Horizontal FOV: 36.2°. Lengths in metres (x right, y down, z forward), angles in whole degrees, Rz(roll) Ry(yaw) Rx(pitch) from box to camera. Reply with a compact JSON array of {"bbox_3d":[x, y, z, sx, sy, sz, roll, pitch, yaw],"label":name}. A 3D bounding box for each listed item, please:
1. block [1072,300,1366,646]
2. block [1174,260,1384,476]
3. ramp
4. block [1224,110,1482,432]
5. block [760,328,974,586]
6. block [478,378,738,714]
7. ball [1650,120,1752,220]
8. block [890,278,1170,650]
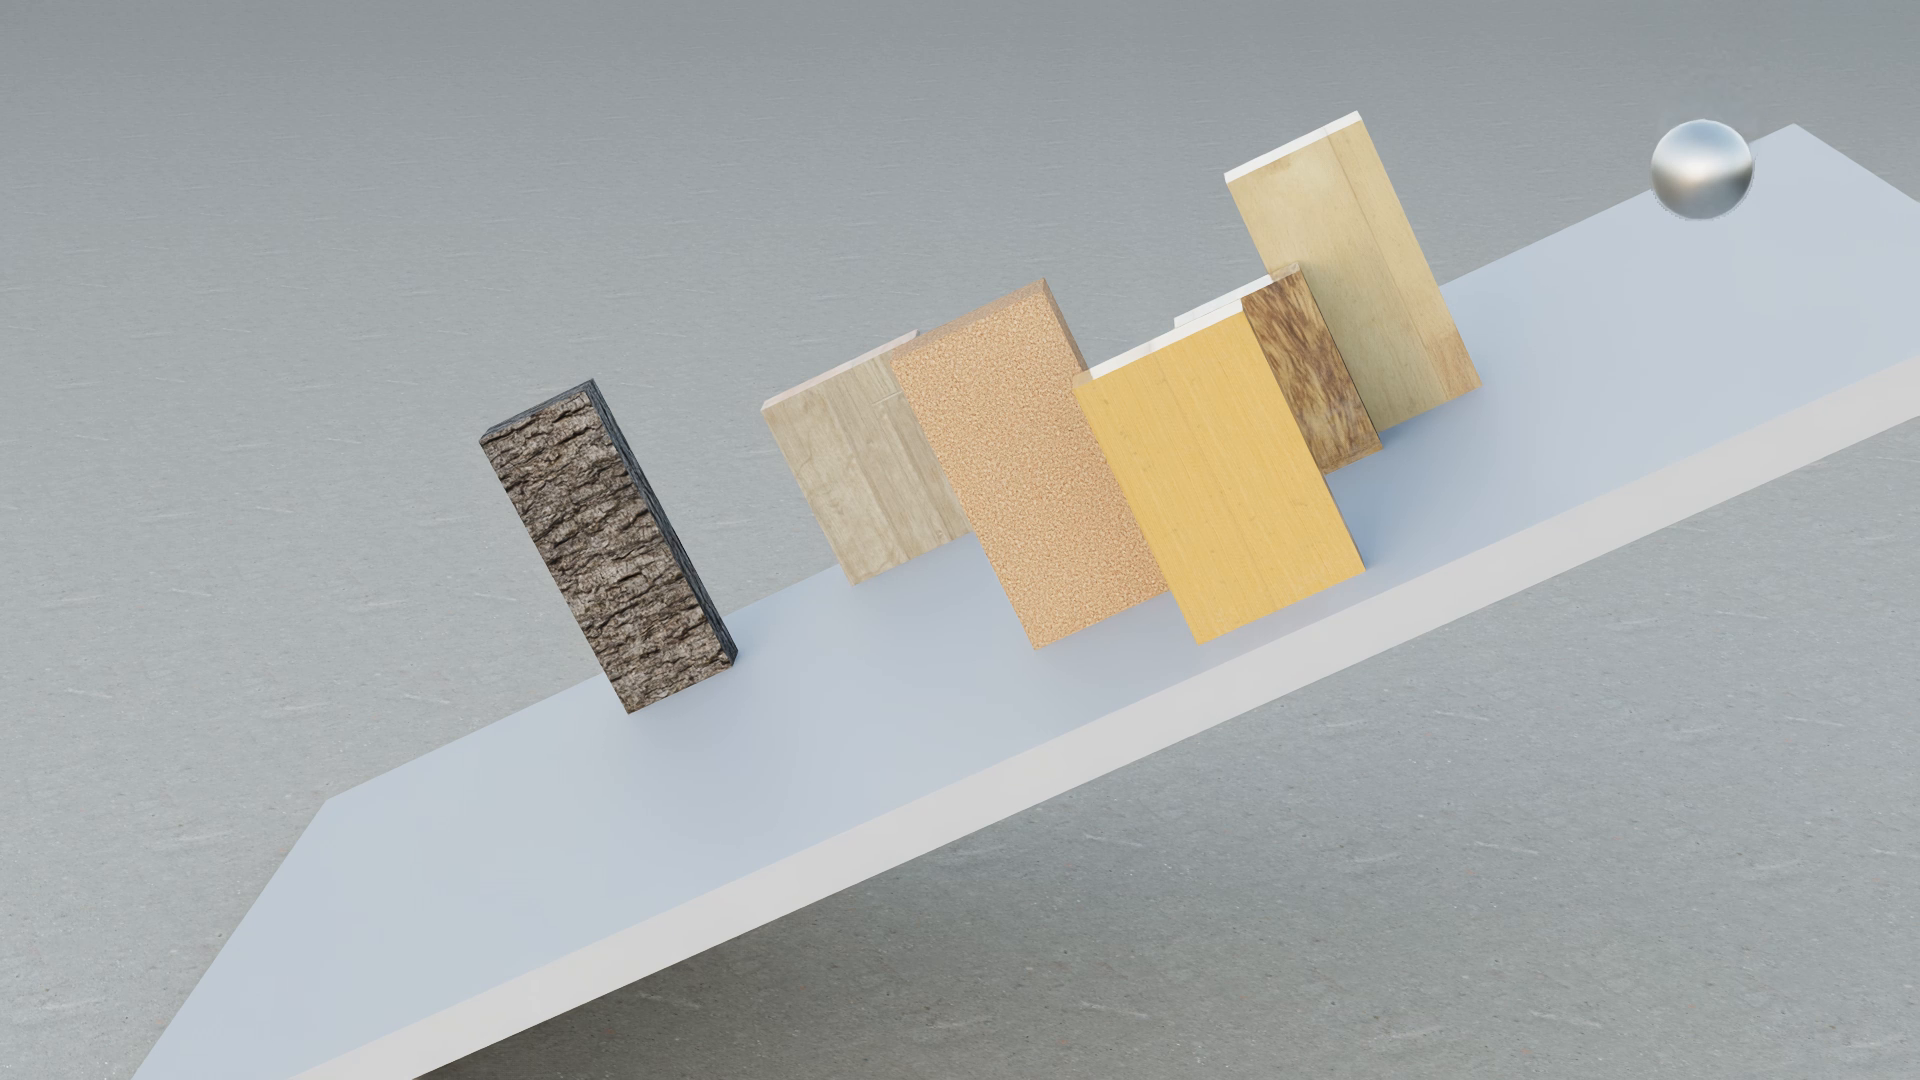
[{"bbox_3d":[0.472,-0.121,5.356,0.335,0.534,0.104,-25,14,9],"label":"block"},{"bbox_3d":[0.653,-0.321,6.030,0.276,0.411,0.099,-25,14,9],"label":"block"},{"bbox_3d":[0.138,0.168,6.281,4.000,0.100,2.000,-25,14,9],"label":"ramp"},{"bbox_3d":[0.816,-0.541,6.107,0.301,0.613,0.125,-25,14,9],"label":"block"},{"bbox_3d":[-0.180,-0.194,6.995,0.407,0.479,0.103,-25,14,9],"label":"block"},{"bbox_3d":[-0.814,0.018,6.857,0.277,0.735,0.123,-25,14,9],"label":"block"},{"bbox_3d":[1.463,-0.731,5.805,0.197,0.197,0.197,0,16,0],"label":"ball"},{"bbox_3d":[0.157,-0.148,5.808,0.331,0.650,0.131,-25,14,9],"label":"block"}]
